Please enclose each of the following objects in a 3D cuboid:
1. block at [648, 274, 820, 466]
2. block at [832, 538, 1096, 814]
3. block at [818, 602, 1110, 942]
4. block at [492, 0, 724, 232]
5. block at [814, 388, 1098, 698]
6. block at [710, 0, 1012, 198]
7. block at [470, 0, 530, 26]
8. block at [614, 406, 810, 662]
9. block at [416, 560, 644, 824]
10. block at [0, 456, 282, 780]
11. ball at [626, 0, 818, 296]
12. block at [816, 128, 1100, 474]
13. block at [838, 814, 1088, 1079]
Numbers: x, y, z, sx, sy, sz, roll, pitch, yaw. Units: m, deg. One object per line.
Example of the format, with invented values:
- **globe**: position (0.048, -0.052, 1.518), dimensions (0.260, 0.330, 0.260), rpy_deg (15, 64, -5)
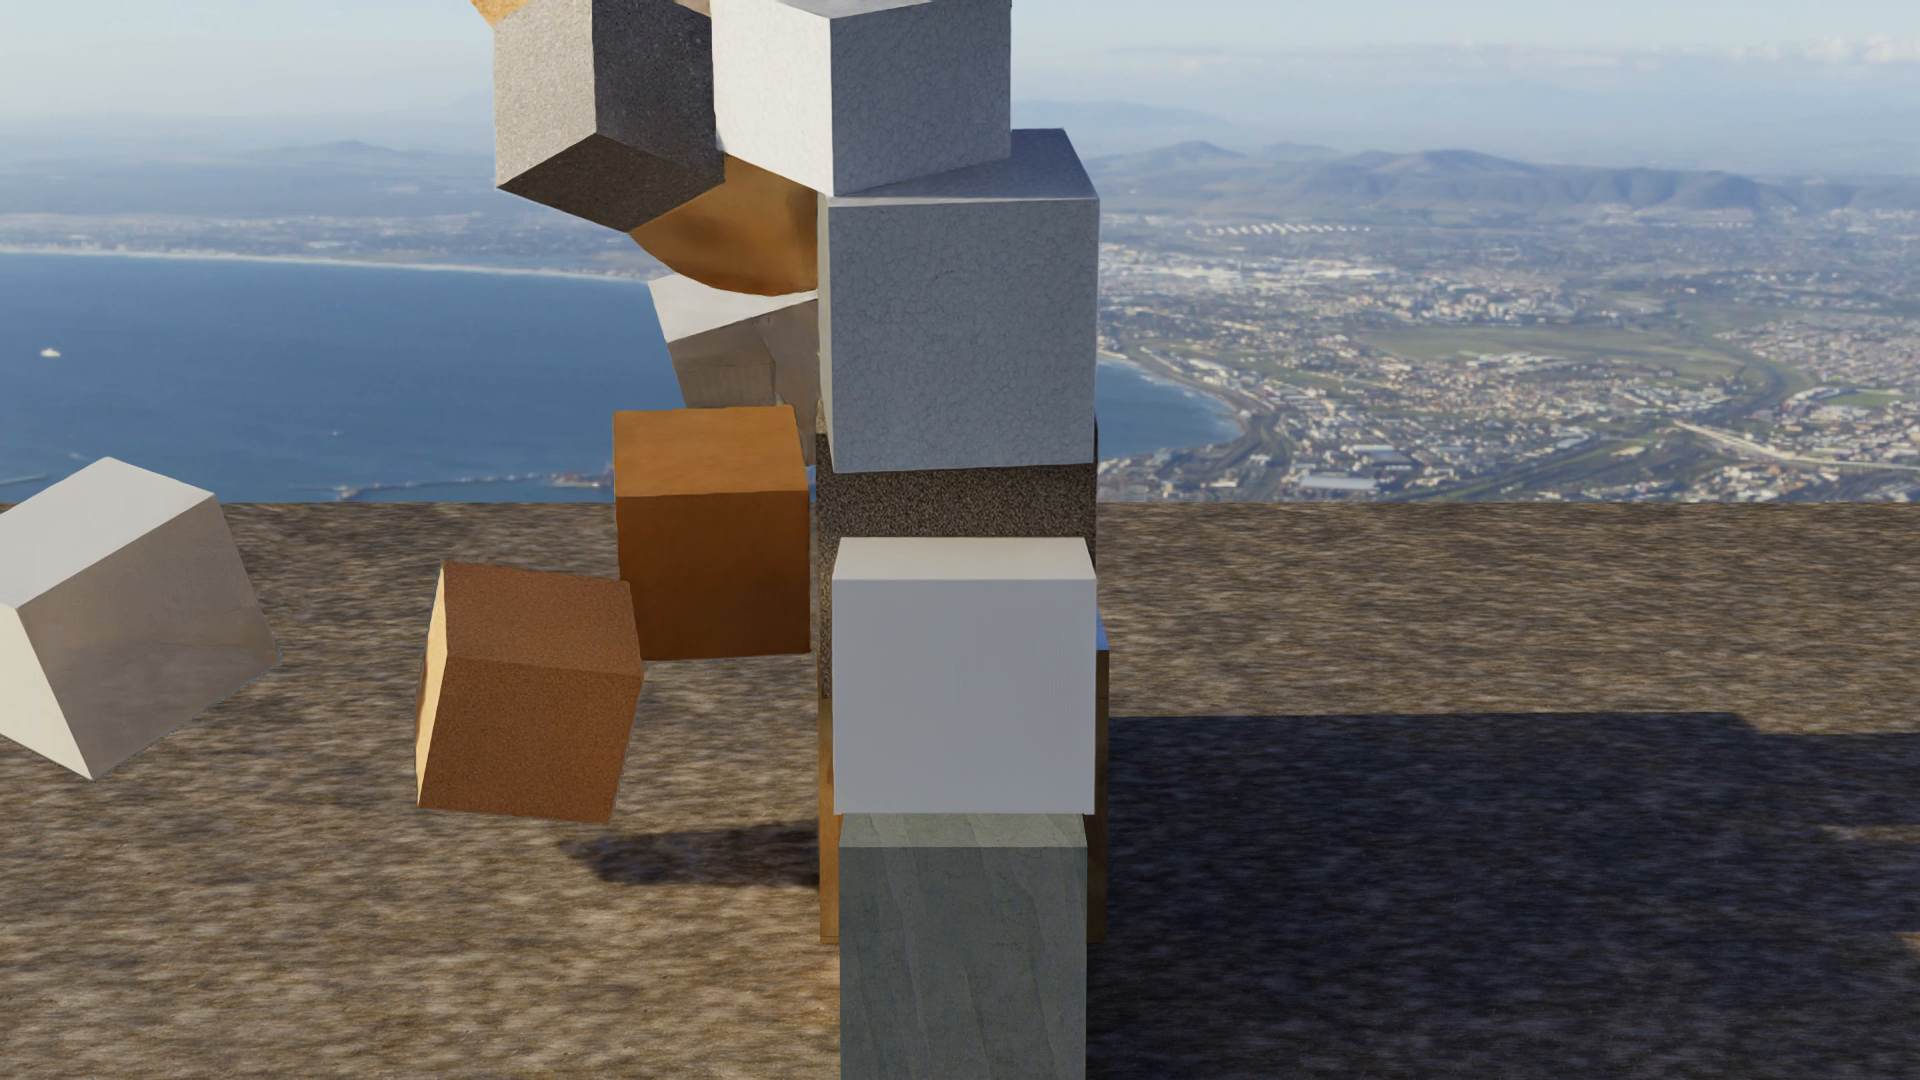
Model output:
- **block**: position (-1.062, -0.913, 13.344), dimensions (0.823, 0.883, 0.845), rpy_deg (-17, 29, -5)
- **block**: position (0.013, 0.474, 9.294), dimensions (0.912, 0.838, 0.815), rpy_deg (0, 10, 0)
- **block**: position (0.013, 0.939, 10.967), dimensions (1.171, 1.228, 1.177), rpy_deg (0, 10, 0)
- **block**: position (-1.334, -1.658, 9.728), dimensions (0.569, 0.689, 0.632), rpy_deg (-20, -23, 38)
- **block**: position (-0.015, -0.085, 10.097), dimensions (1.044, 1.106, 0.929), rpy_deg (0, 25, 0)
- **block**: position (-0.352, -1.676, 9.146), dimensions (0.774, 0.614, 0.744), rpy_deg (-18, 30, -33)
- **block**: position (-1.639, -2.649, 11.197), dimensions (0.779, 0.784, 0.937), rpy_deg (-45, -10, 30)
- **block**: position (-1.206, -0.046, 12.387), dimensions (0.883, 0.852, 1.021), rpy_deg (-3, 26, -7)
- **block**: position (-1.829, 0.639, 10.800), dimensions (0.795, 0.760, 0.720), rpy_deg (7, 30, -17)
- **block**: position (-3.839, 0.323, 11.447), dimensions (0.931, 0.878, 1.009), rpy_deg (15, 40, 41)
- **ball**: position (-0.817, -1.835, 10.847), dimensions (1.600, 1.600, 1.600), rpy_deg (0, 10, 0)
- **block**: position (-0.031, -0.889, 9.346), dimensions (0.931, 0.983, 0.895), rpy_deg (-2, 25, -5)
- **block**: position (0.010, 1.423, 9.079), dimensions (0.834, 0.952, 0.820), rpy_deg (0, 10, 0)
